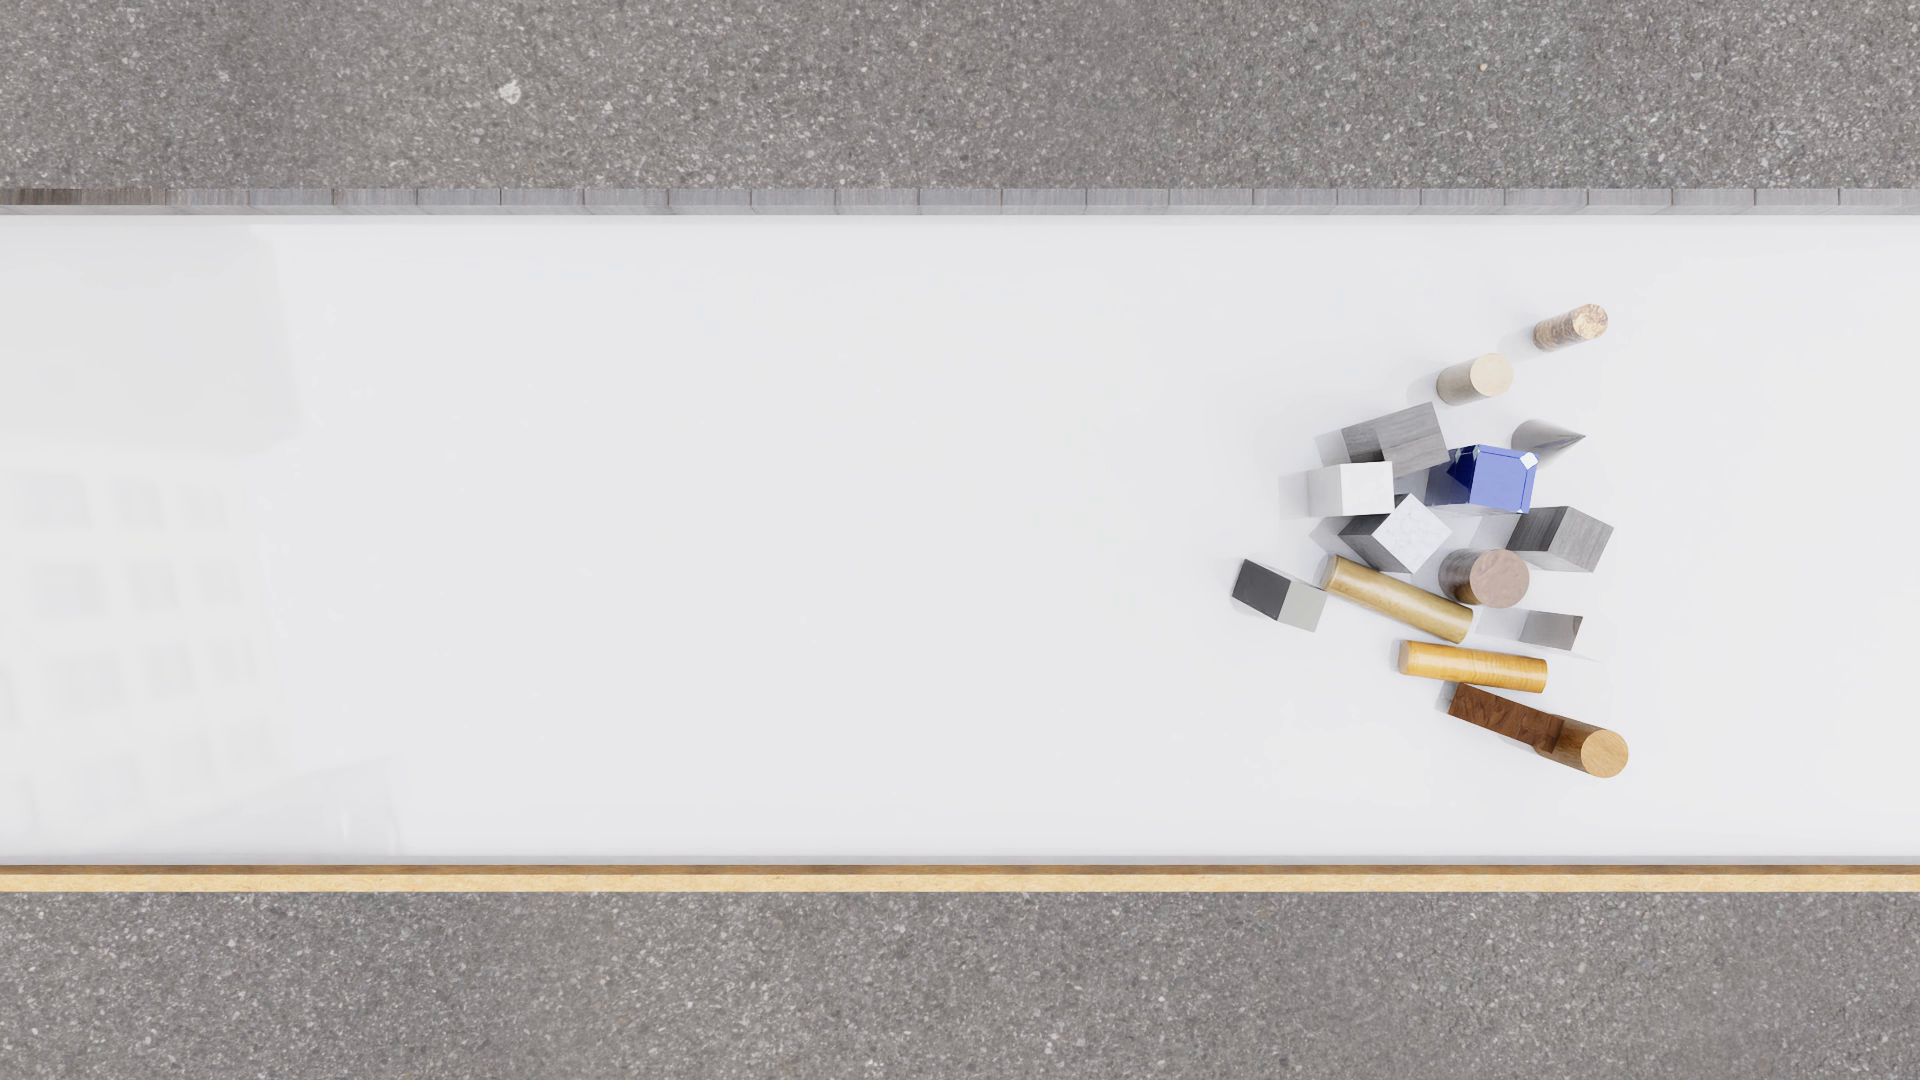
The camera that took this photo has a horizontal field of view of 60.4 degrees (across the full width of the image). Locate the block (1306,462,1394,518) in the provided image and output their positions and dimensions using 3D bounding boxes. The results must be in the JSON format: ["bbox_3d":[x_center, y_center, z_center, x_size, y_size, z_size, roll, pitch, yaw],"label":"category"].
[{"bbox_3d":[1.142,-0.145,4.849,0.144,0.455,0.144,-3,90,0],"label":"block"}]

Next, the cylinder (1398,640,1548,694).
[{"bbox_3d":[1.560,0.386,5.022,0.423,0.107,0.107,8,90,0],"label":"cylinder"}]

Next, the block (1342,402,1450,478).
[{"bbox_3d":[1.284,-0.284,4.883,0.178,0.387,0.178,-18,90,0],"label":"block"}]

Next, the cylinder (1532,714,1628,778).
[{"bbox_3d":[1.829,0.607,4.885,0.139,0.377,0.139,0,91,-2],"label":"cylinder"}]

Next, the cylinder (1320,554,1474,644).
[{"bbox_3d":[1.327,0.180,5.018,0.446,0.117,0.117,22,90,0],"label":"cylinder"}]

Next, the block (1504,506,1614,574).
[{"bbox_3d":[1.771,-0.001,4.890,0.144,0.373,0.144,25,90,0],"label":"block"}]

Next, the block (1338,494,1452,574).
[{"bbox_3d":[1.275,-0.018,4.864,0.162,0.425,0.162,43,90,0],"label":"block"}]

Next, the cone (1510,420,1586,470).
[{"bbox_3d":[1.773,-0.294,4.871,0.156,0.410,0.156,0,90,0],"label":"cone"}]

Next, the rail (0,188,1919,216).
[{"bbox_3d":[-2.247,-1.025,5.002,12.000,0.150,0.050,0,90,0],"label":"rail"}]

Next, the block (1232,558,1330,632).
[{"bbox_3d":[0.945,0.162,4.887,0.124,0.349,0.124,17,96,-15],"label":"block"}]

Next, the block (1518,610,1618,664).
[{"bbox_3d":[1.786,0.282,4.858,0.104,0.436,0.104,20,90,0],"label":"block"}]

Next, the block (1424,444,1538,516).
[{"bbox_3d":[1.523,-0.171,4.847,0.169,0.459,0.169,10,90,0],"label":"block"}]

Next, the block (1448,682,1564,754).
[{"bbox_3d":[1.631,0.530,4.933,0.301,0.104,0.104,21,90,45],"label":"block"}]

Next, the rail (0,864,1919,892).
[{"bbox_3d":[-2.247,1.025,5.001,12.000,0.150,0.050,0,90,0],"label":"rail"}]

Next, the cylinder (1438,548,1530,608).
[{"bbox_3d":[1.558,0.112,4.918,0.173,0.317,0.173,0,90,0],"label":"cylinder"}]

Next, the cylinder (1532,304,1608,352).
[{"bbox_3d":[1.813,-0.629,4.909,0.102,0.335,0.102,0,90,0],"label":"cylinder"}]

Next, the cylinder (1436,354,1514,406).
[{"bbox_3d":[1.528,-0.474,4.906,0.125,0.341,0.125,0,90,0],"label":"cylinder"}]
